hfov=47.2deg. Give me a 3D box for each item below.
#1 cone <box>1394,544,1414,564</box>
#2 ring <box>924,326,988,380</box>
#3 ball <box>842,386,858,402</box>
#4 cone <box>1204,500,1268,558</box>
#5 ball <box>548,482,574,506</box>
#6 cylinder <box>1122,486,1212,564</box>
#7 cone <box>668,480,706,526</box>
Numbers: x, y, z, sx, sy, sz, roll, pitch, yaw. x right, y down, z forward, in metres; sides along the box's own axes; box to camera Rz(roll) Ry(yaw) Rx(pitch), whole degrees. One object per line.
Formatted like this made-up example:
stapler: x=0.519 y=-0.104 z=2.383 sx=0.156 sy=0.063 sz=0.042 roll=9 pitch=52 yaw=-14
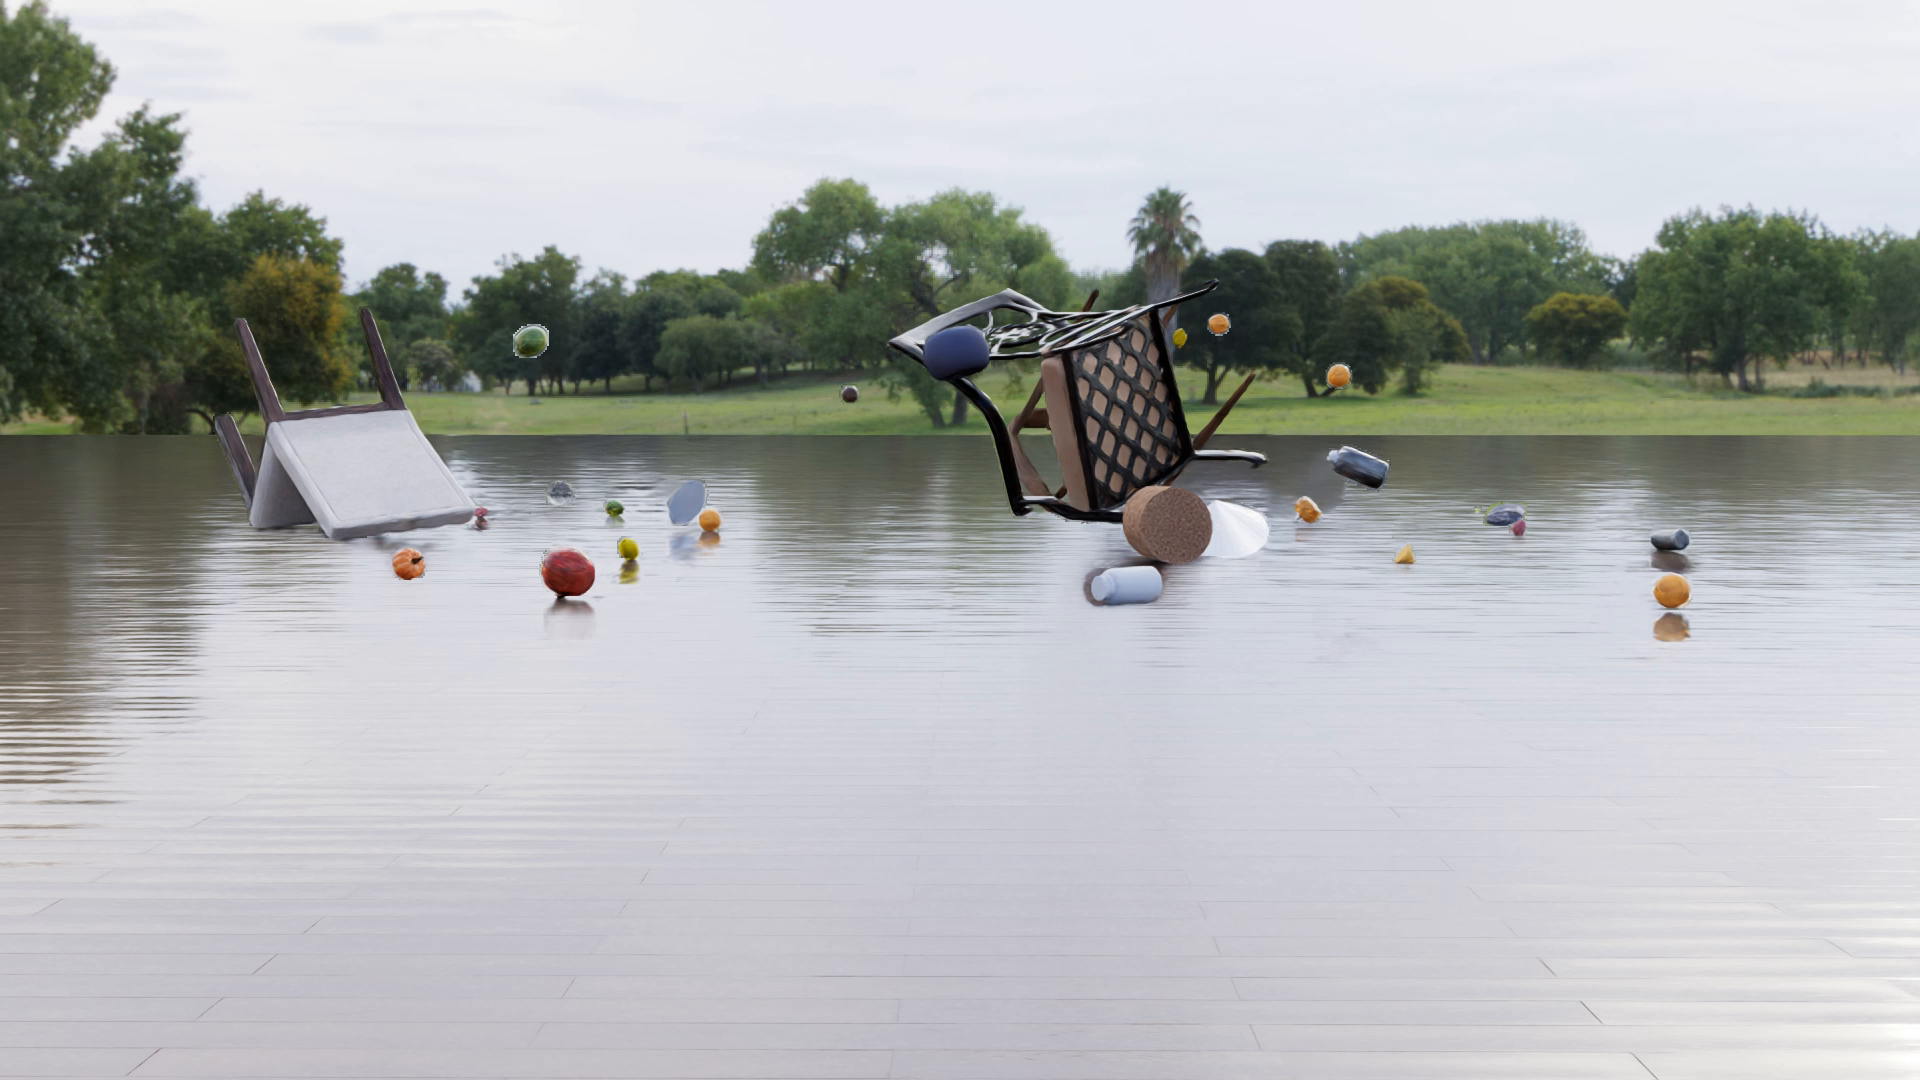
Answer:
cone: x=1.156 y=0.048 z=5.668 sx=0.041 sy=0.062 sz=0.052 roll=35 pitch=34 yaw=-6
ring: x=-0.011 y=-0.553 z=6.509 sx=0.192 sy=0.129 sz=0.261 roll=-16 pitch=-3 yaw=9
ball: x=-0.363 y=-0.482 z=7.265 sx=0.056 sy=0.056 sz=0.056 roll=0 pitch=4 yaw=0
cone: x=0.698 y=-0.066 z=5.887 sx=0.188 sy=0.112 sz=0.282 roll=-37 pitch=36 yaw=-13
ball: x=-1.526 y=-0.176 z=8.391 sx=0.098 sy=0.098 sz=0.098 roll=0 pitch=4 yaw=0
cylinder: x=0.537 y=-0.041 z=5.712 sx=0.189 sy=0.199 sz=0.177 roll=-36 pitch=10 yaw=-7
cone: x=-0.917 y=-0.123 z=7.135 sx=0.107 sy=0.116 sz=0.176 roll=4 pitch=45 yaw=44
